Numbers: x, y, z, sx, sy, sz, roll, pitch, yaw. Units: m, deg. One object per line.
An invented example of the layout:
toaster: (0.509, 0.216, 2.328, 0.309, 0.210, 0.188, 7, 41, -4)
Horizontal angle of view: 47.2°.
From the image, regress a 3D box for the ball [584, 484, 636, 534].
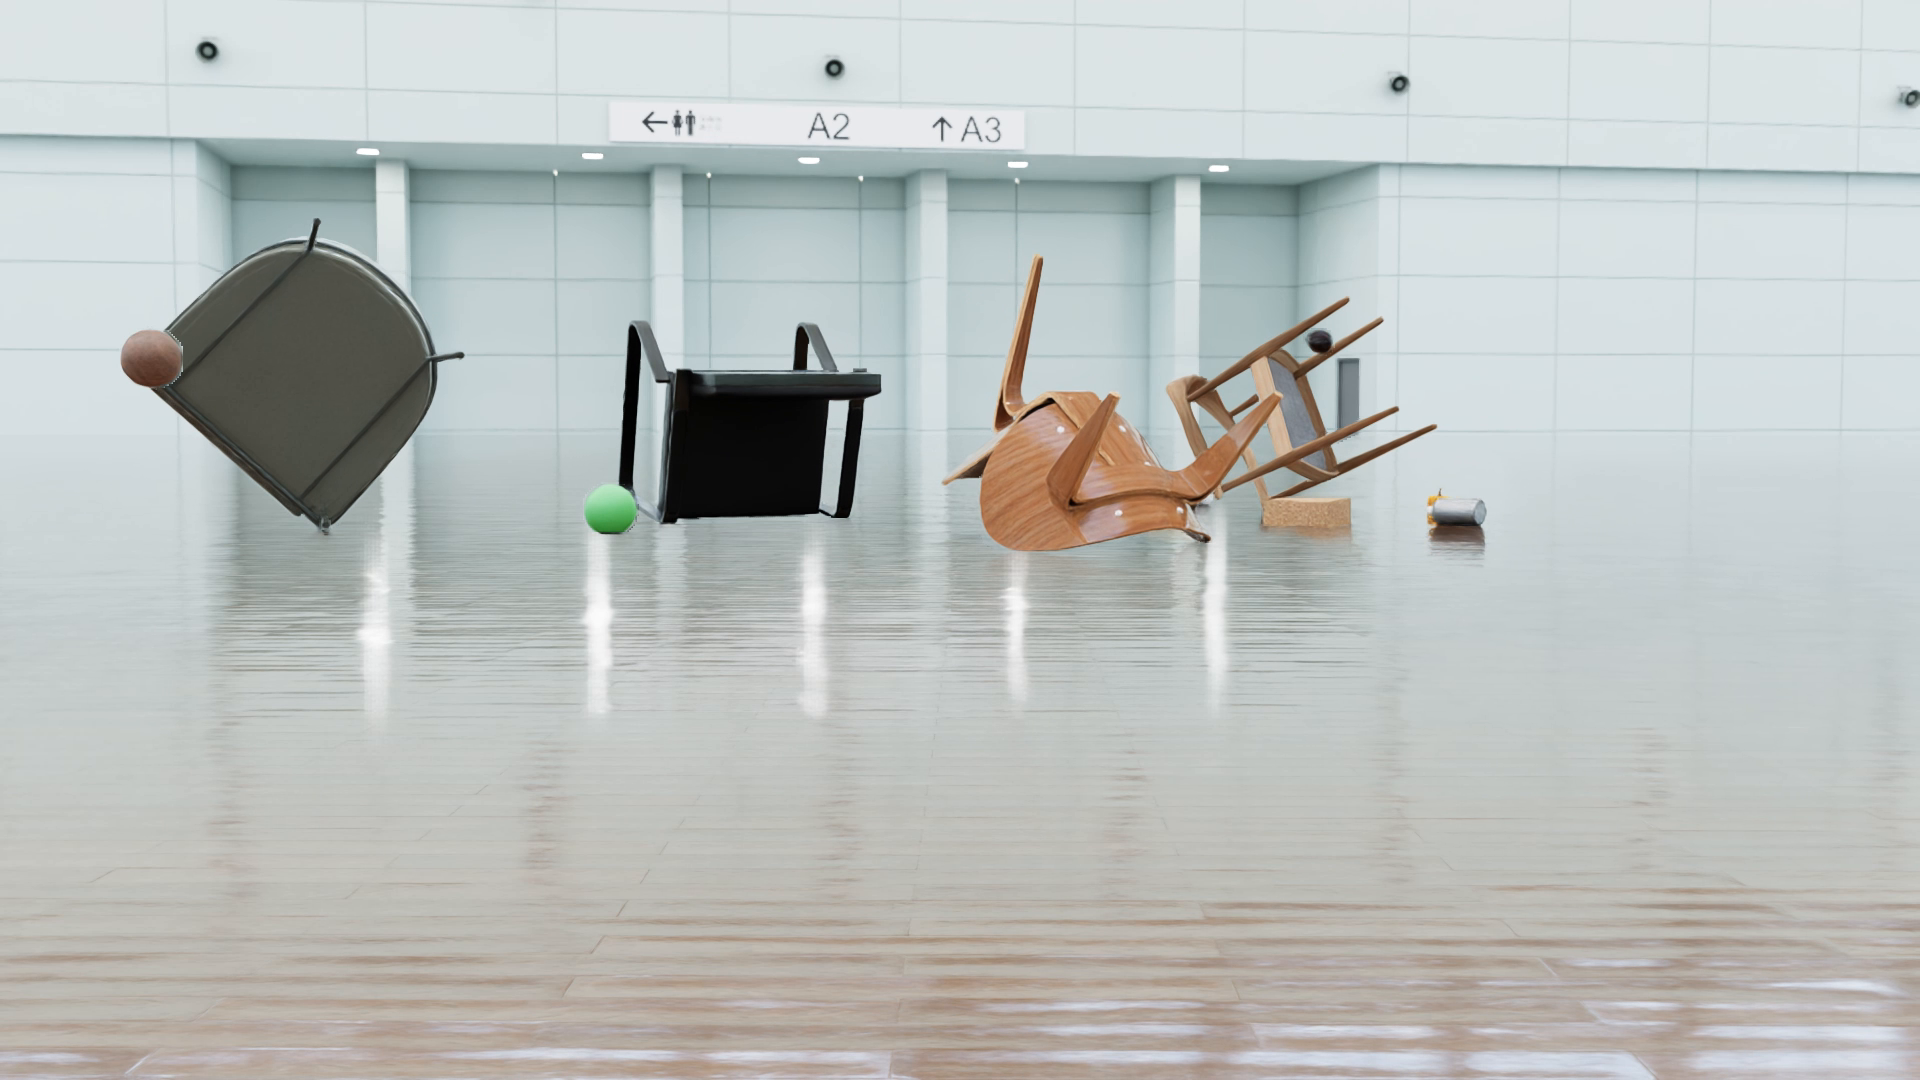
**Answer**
ball: (-1.086, -0.094, 6.829, 0.160, 0.160, 0.160, 0, 4, 0)

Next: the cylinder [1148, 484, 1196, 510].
cylinder: (0.793, -0.162, 8.218, 0.175, 0.093, 0.104, 0, 21, 3)

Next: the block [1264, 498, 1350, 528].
block: (1.148, -0.092, 7.272, 0.220, 0.084, 0.229, 2, 4, 28)
